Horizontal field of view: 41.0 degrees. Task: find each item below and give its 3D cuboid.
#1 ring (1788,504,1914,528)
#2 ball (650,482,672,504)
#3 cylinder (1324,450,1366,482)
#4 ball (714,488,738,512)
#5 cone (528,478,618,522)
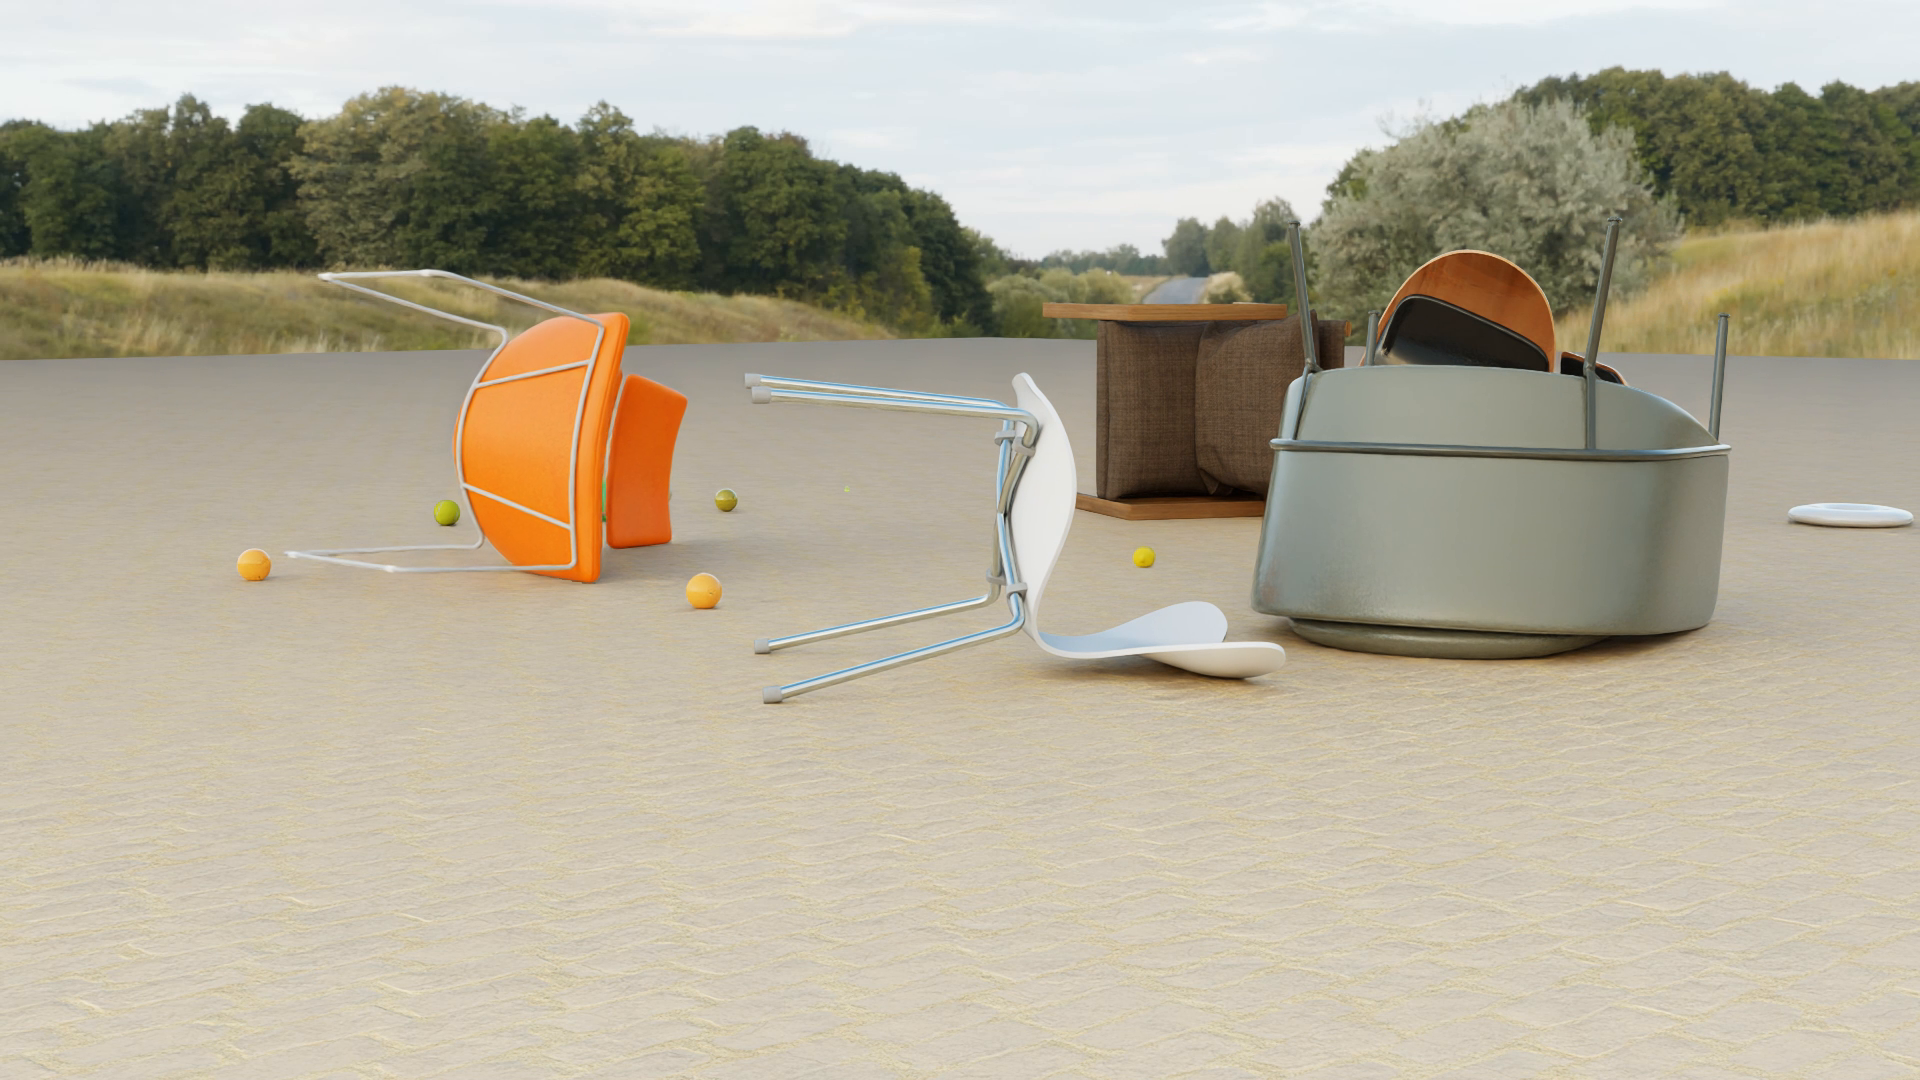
[{"bbox_3d":[2.371,-0.065,6.832,0.315,0.045,0.322,-2,7,-25],"label":"ring"},{"bbox_3d":[-0.863,-0.134,7.403,0.064,0.064,0.064,0,6,0],"label":"ball"},{"bbox_3d":[1.250,-0.241,8.335,0.109,0.085,0.219,-1,5,15],"label":"cylinder"},{"bbox_3d":[-0.654,-0.112,7.179,0.064,0.064,0.064,0,6,0],"label":"ball"},{"bbox_3d":[-1.059,-0.079,6.890,0.241,0.106,0.151,-16,-25,7],"label":"cone"}]
